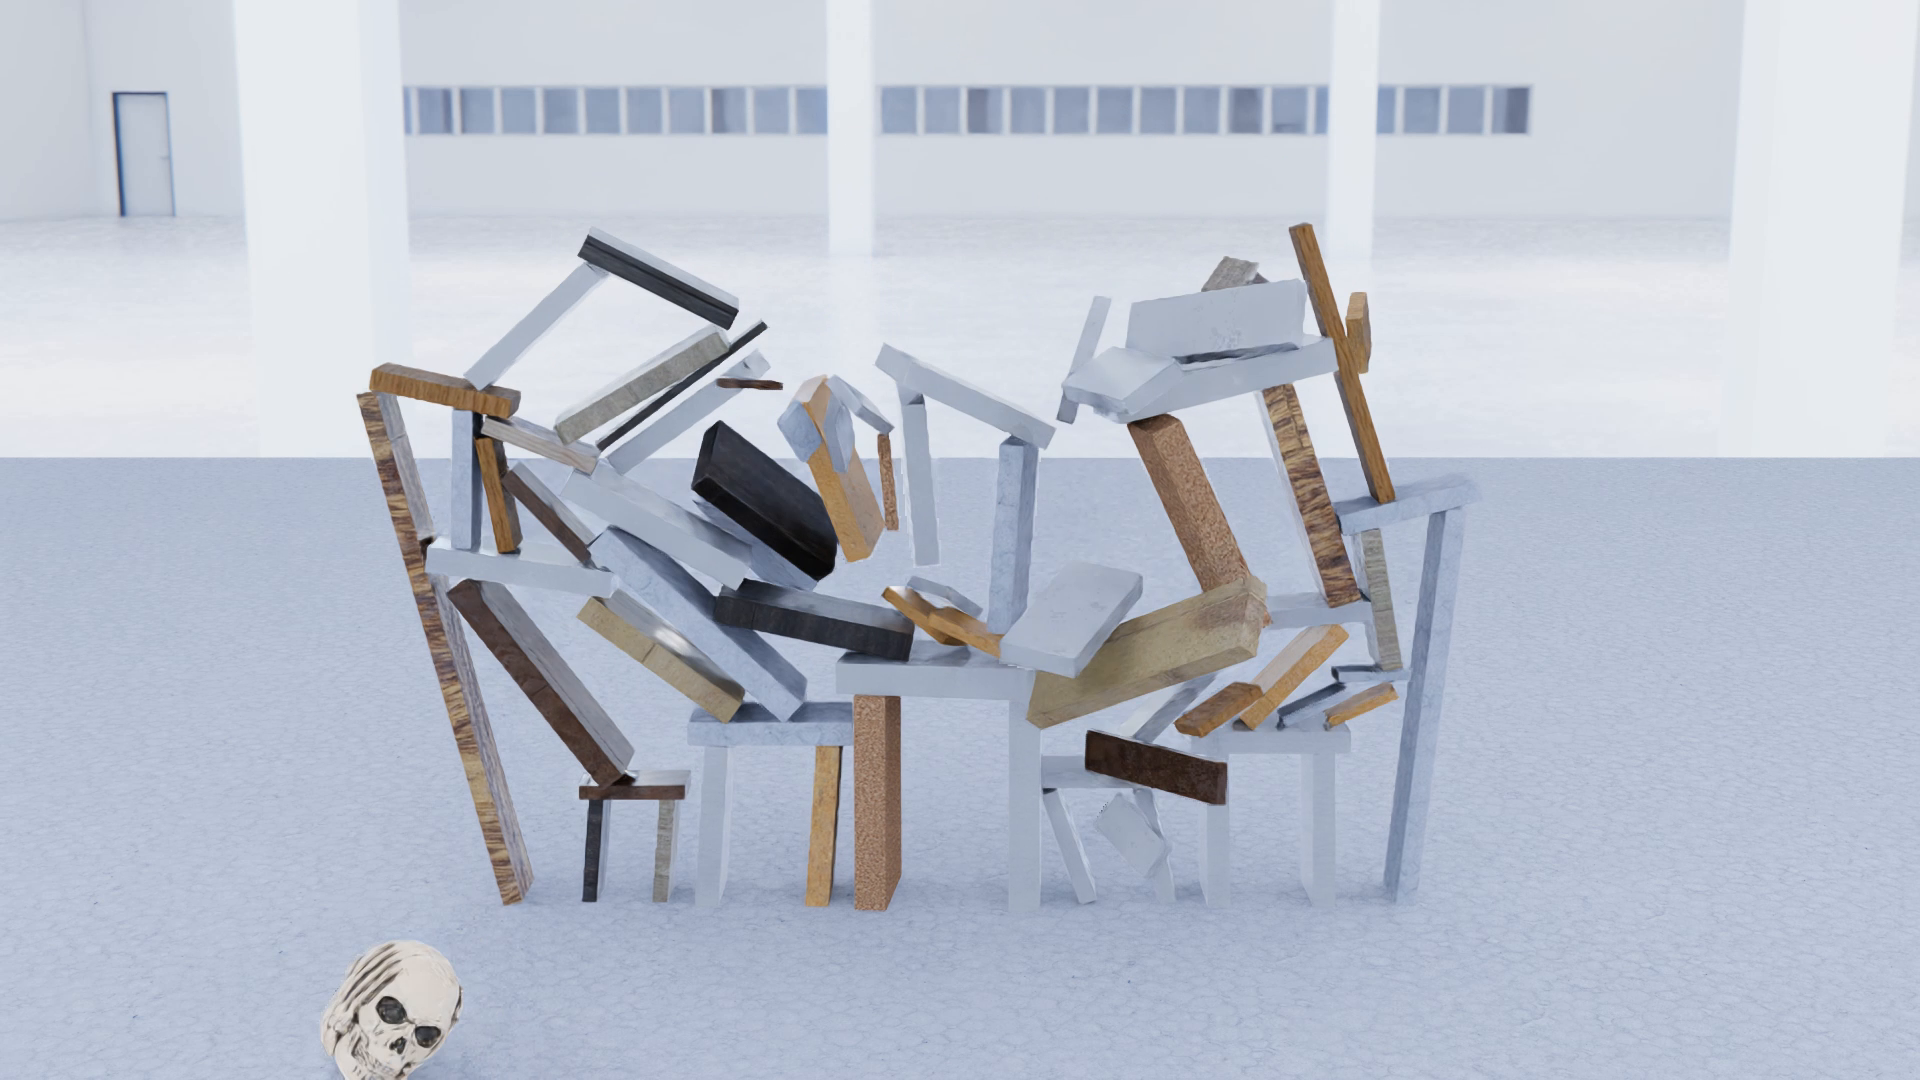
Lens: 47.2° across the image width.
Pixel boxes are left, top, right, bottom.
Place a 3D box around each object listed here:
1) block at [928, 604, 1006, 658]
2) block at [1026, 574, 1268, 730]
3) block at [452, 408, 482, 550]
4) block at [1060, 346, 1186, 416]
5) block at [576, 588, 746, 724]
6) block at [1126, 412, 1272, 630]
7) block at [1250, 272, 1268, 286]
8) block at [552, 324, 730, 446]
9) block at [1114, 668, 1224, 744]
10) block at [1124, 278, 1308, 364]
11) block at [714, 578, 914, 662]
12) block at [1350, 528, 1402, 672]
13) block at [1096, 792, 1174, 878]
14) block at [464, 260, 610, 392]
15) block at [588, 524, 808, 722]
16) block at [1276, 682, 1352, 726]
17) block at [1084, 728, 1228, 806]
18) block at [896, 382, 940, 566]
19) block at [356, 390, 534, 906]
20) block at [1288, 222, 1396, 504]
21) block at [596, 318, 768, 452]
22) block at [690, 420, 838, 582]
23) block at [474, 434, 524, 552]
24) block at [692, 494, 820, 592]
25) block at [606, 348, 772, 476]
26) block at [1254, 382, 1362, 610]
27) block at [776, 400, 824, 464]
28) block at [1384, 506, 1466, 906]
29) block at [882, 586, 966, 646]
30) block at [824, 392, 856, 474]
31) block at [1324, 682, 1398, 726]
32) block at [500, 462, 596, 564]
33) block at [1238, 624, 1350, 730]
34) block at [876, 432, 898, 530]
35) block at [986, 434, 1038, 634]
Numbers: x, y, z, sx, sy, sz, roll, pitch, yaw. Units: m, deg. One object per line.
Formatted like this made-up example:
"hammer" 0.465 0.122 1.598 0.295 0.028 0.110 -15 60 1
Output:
"block" 0.026 0.151 3.587 0.146 0.021 0.073 24 17 16
"block" 0.274 0.172 3.293 0.035 0.122 0.443 35 -38 -28
"block" -0.792 -0.105 3.535 0.031 0.221 0.110 2 11 -4
"block" 0.244 -0.242 3.325 0.105 0.030 0.211 -36 22 -13
"block" -0.483 0.180 3.594 0.295 0.042 0.148 36 8 -7
"block" 0.372 -0.032 3.447 0.050 0.355 0.178 -27 14 -4
"block" 0.490 -0.387 3.640 0.026 0.092 0.184 -3 27 -16
"block" -0.511 -0.253 3.534 0.301 0.037 0.131 -30 15 2
"block" 0.355 0.252 3.613 0.031 0.290 0.109 42 8 -7
"block" 0.394 -0.333 3.415 0.301 0.105 0.030 -4 -21 37
"block" -0.236 0.127 3.609 0.320 0.045 0.160 12 10 -3
"block" 0.674 0.087 3.570 0.033 0.230 0.115 -11 10 2
"block" 0.274 0.465 3.460 0.018 0.065 0.130 17 23 -48
"block" -0.673 -0.344 3.505 0.261 0.037 0.131 -42 8 5
"block" -0.423 0.125 3.594 0.420 0.045 0.160 42 7 -8
"block" 0.579 0.268 3.601 0.117 0.017 0.058 -25 10 3
"block" 0.305 0.356 3.471 0.018 0.065 0.315 -1 6 -37
"block" -0.069 -0.110 3.567 0.039 0.273 0.136 -6 22 -3
"block" -0.834 0.173 3.588 0.031 0.867 0.110 -13 10 2
"block" 0.608 -0.283 3.503 0.026 0.456 0.092 -18 9 4
"block" -0.448 -0.250 3.539 0.334 0.014 0.049 -37 14 -2
"block" -0.317 -0.064 3.653 0.040 0.280 0.140 -33 32 32
"block" -0.742 -0.080 3.544 0.026 0.185 0.093 -10 11 -1
"block" -0.352 0.002 3.805 0.122 0.035 0.245 18 -24 38
"block" -0.443 -0.210 3.598 0.280 0.040 0.140 -34 8 10
"block" 0.554 -0.086 3.540 0.050 0.368 0.178 -18 10 4
"block" -0.251 -0.170 3.450 0.014 0.097 0.049 24 66 35
"block" 0.761 0.266 3.608 0.033 0.660 0.115 5 10 -1
"block" -0.056 0.126 3.654 0.146 0.021 0.073 38 16 29
"block" -0.191 -0.172 3.483 0.020 0.071 0.142 7 -28 9
"block" 0.656 0.268 3.603 0.117 0.017 0.058 -24 10 4
"block" -0.659 -0.045 3.546 0.026 0.185 0.093 -42 10 6
"block" 0.540 0.210 3.599 0.031 0.219 0.109 44 7 -8
"block" -0.117 -0.094 3.555 0.020 0.142 0.071 -6 32 -1
"block" 0.088 -0.014 3.597 0.039 0.313 0.136 7 14 12
